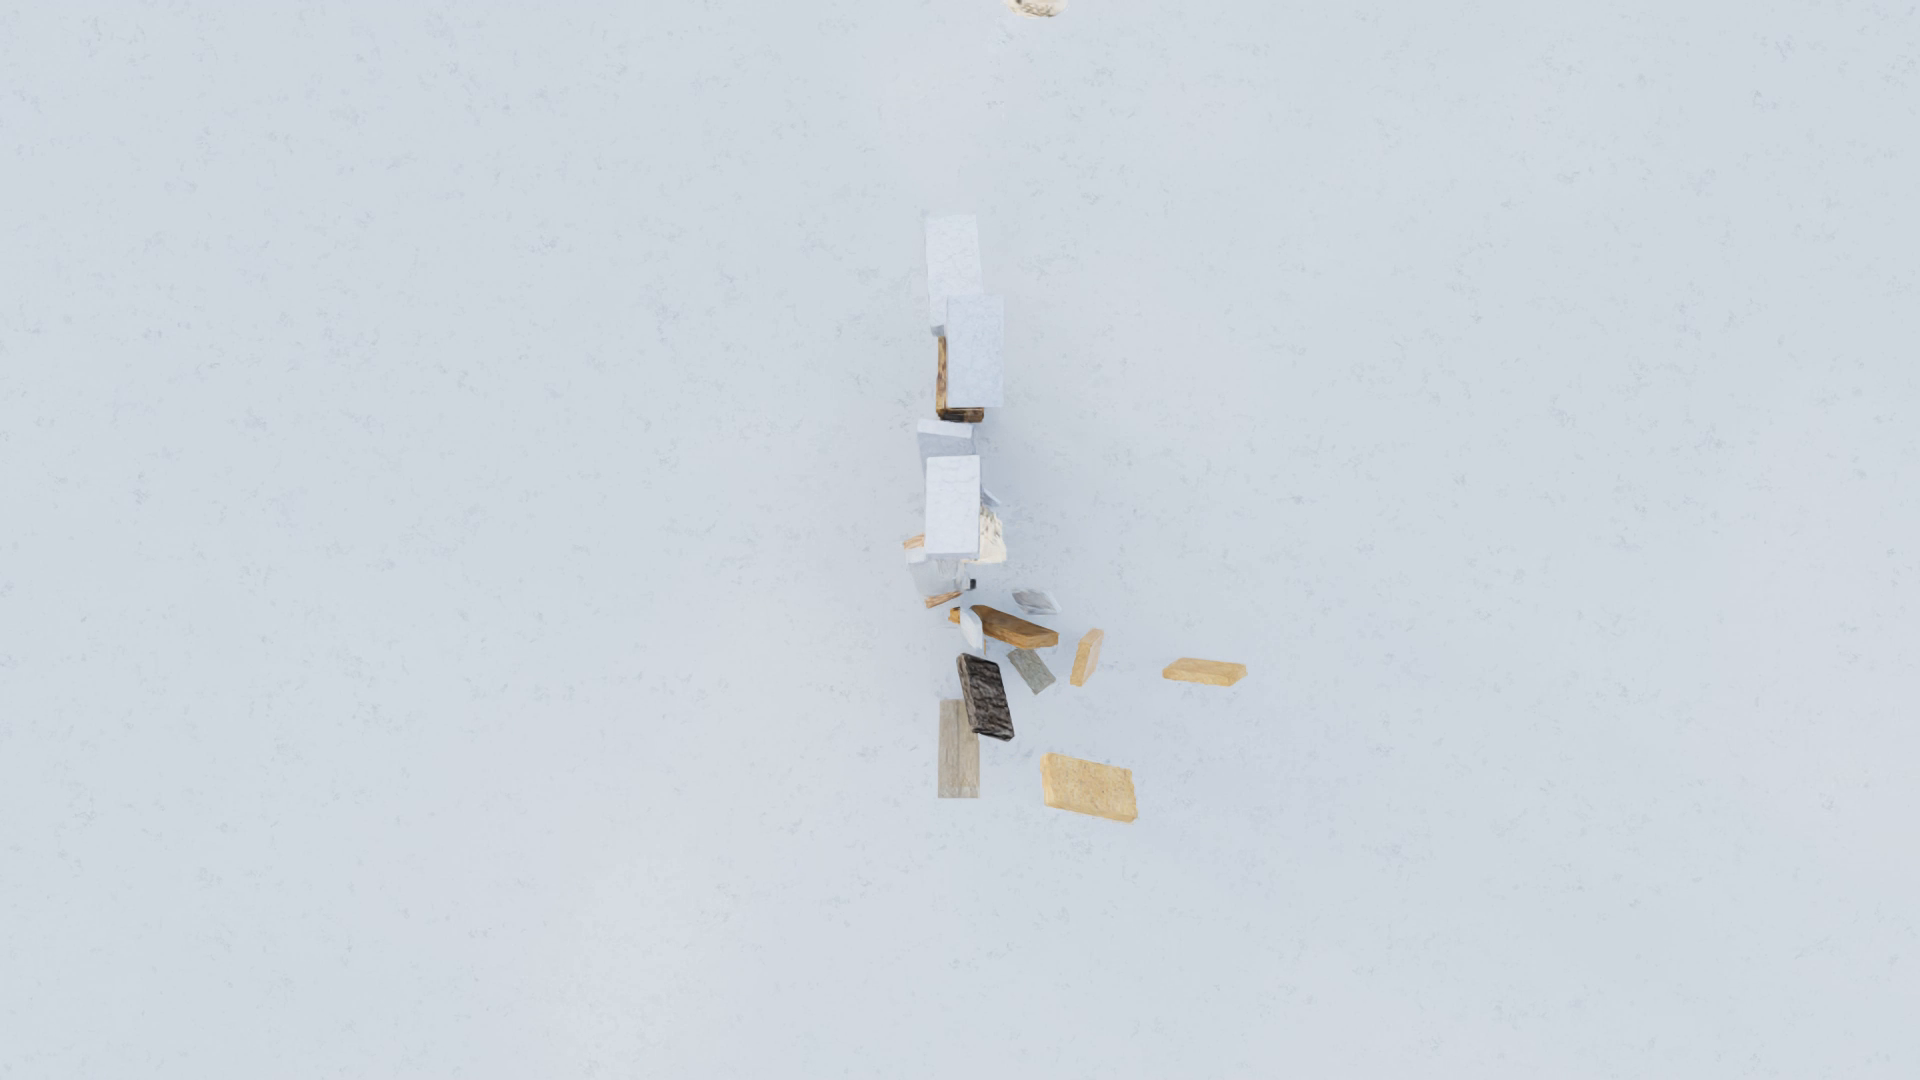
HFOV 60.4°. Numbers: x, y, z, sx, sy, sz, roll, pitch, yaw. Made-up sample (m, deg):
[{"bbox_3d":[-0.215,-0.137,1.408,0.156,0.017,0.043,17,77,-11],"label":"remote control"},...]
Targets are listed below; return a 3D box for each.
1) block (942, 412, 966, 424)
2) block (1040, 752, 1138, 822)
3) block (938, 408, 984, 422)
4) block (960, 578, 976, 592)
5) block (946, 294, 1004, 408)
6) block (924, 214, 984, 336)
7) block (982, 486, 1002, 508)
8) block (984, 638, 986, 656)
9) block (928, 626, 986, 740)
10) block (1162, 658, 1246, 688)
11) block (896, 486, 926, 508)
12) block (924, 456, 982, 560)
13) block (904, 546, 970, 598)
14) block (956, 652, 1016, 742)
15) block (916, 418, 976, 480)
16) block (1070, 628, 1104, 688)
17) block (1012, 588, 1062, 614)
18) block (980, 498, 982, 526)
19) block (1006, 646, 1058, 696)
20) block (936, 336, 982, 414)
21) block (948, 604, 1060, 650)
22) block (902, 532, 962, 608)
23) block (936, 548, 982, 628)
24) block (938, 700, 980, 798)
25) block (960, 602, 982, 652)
[{"bbox_3d":[-0.014,-0.326,5.292,0.066,0.333,0.019,10,70,6],"label":"block"},{"bbox_3d":[0.292,0.562,3.737,0.237,0.034,0.118,16,51,-29],"label":"block"},{"bbox_3d":[0.004,-0.417,5.356,0.143,0.286,0.041,0,88,0],"label":"block"},{"bbox_3d":[-0.016,0.139,5.059,0.108,0.215,0.030,-2,90,6],"label":"block"},{"bbox_3d":[0.045,-0.579,5.077,0.171,0.048,0.342,-1,94,-10],"label":"block"},{"bbox_3d":[-0.019,-0.849,5.270,0.171,0.048,0.492,-3,54,-2],"label":"block"},{"bbox_3d":[0.061,-0.162,5.412,0.051,0.204,0.015,-3,61,39],"label":"block"},{"bbox_3d":[-0.005,0.348,5.327,0.171,0.343,0.049,-1,85,0],"label":"block"},{"bbox_3d":[-0.009,0.443,5.130,0.171,0.049,0.343,-2,90,0],"label":"block"},{"bbox_3d":[0.775,0.418,5.227,0.237,0.118,0.034,4,108,38],"label":"block"},{"bbox_3d":[-0.159,-0.146,5.493,0.103,0.015,0.051,15,90,0],"label":"block"},{"bbox_3d":[-0.018,-0.092,4.647,0.150,0.043,0.301,-2,65,7],"label":"block"},{"bbox_3d":[-0.061,0.086,4.763,0.150,0.301,0.043,-12,68,2],"label":"block"},{"bbox_3d":[0.075,0.473,4.981,0.137,0.275,0.039,20,128,-32],"label":"block"},{"bbox_3d":[-0.038,-0.278,5.287,0.171,0.342,0.048,7,66,6],"label":"block"},{"bbox_3d":[0.401,0.367,5.197,0.039,0.274,0.137,15,100,12],"label":"block"},{"bbox_3d":[0.232,0.187,5.008,0.023,0.161,0.081,-44,113,-30],"label":"block"},{"bbox_3d":[-0.010,-0.120,4.987,0.150,0.539,0.043,-6,77,-1],"label":"block"},{"bbox_3d":[0.225,0.403,5.182,0.081,0.023,0.161,-38,71,6],"label":"block"},{"bbox_3d":[0.001,-0.539,5.171,0.143,0.041,0.286,2,78,0],"label":"block"},{"bbox_3d":[0.131,0.263,5.001,0.137,0.339,0.039,-4,106,-42],"label":"block"},{"bbox_3d":[-0.085,0.086,4.947,0.108,0.030,0.215,-24,76,10],"label":"block"},{"bbox_3d":[-0.002,0.168,5.192,0.143,0.041,0.286,-1,90,0],"label":"block"},{"bbox_3d":[-0.003,0.606,4.842,0.118,0.550,0.034,0,111,0],"label":"block"},{"bbox_3d":[0.035,0.261,4.937,0.023,0.161,0.081,-31,63,-17],"label":"block"}]
